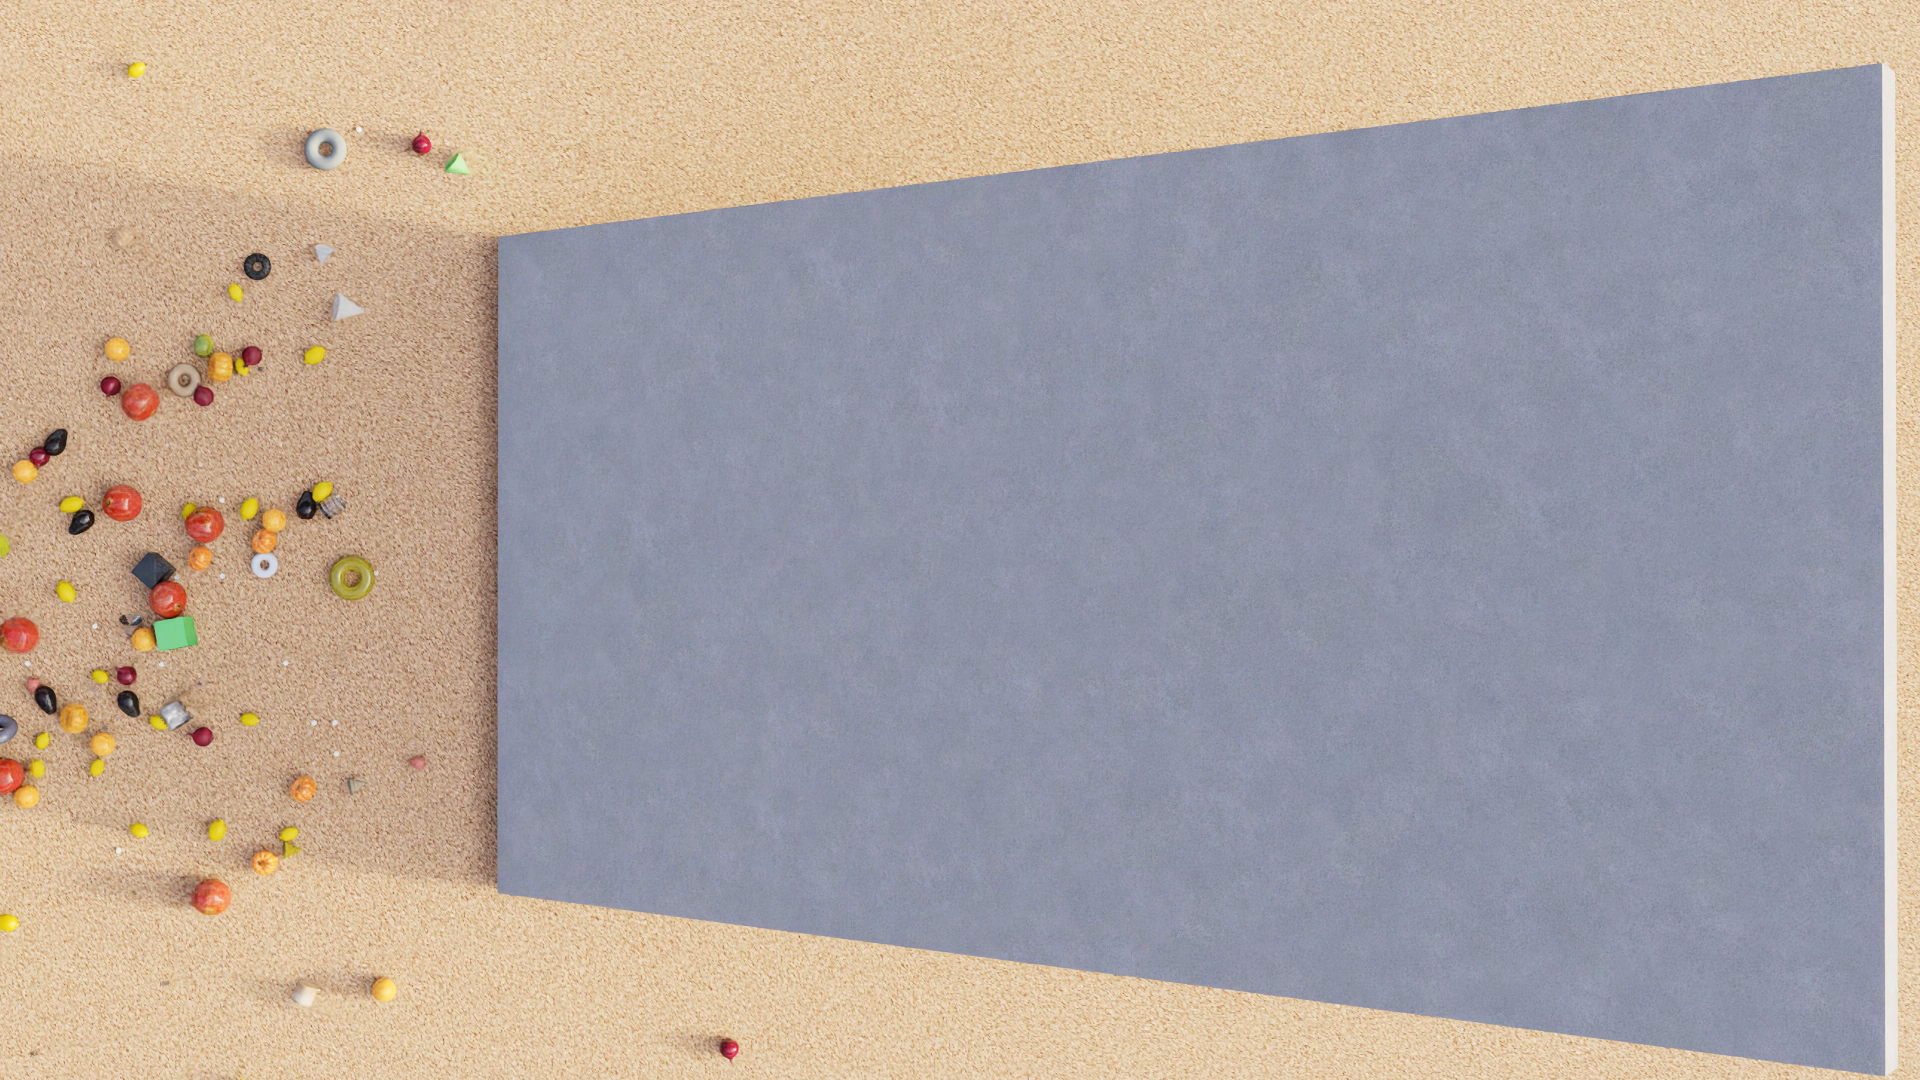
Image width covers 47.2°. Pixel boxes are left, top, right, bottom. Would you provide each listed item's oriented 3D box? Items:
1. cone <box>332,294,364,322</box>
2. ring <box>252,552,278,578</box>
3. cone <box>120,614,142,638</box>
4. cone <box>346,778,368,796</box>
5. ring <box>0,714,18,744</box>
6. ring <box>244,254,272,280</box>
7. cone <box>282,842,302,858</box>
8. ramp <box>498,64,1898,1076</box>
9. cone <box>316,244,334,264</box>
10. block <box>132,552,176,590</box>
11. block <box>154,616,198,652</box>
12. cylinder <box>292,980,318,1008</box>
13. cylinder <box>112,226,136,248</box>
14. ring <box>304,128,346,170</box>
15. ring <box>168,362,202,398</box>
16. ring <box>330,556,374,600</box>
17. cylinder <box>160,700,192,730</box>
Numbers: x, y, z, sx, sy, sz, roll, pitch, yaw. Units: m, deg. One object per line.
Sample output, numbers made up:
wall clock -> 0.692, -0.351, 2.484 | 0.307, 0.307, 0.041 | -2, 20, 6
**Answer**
cone -> -1.873, -0.708, 6.764 | 0.089, 0.089, 0.089 | 8, 90, -27
ring -> -2.139, 0.076, 6.764 | 0.084, 0.028, 0.084 | 0, 91, 0
cone -> -2.553, 0.274, 6.762 | 0.067, 0.067, 0.067 | 16, 116, 0
cone -> -1.849, 0.752, 6.760 | 0.056, 0.056, 0.056 | -11, 90, -27
ring -> -2.947, 0.581, 6.724 | 0.124, 0.124, 0.041 | 6, 126, 0
ring -> -2.163, -0.842, 6.771 | 0.084, 0.028, 0.084 | 0, 88, -1
cone -> -2.048, 0.952, 6.759 | 0.057, 0.057, 0.057 | 2, 90, -27
ramp -> 0.237, 0.066, 5.558 | 4.000, 0.100, 2.000 | 0, 89, 36
cone -> -1.963, -0.873, 6.773 | 0.054, 0.054, 0.054 | 22, 116, 0
block -> -2.469, 0.094, 6.738 | 0.080, 0.080, 0.080 | 41, 90, 0
block -> -2.400, 0.286, 6.732 | 0.089, 0.089, 0.089 | -11, 90, 0
cylinder -> -2.005, 1.390, 6.739 | 0.059, 0.059, 0.059 | 30, 105, 0
cylinder -> -2.568, -0.931, 6.760 | 0.050, 0.050, 0.050 | 36, 90, 0
ring -> -1.952, -1.202, 6.766 | 0.130, 0.043, 0.130 | 0, 90, 1
ring -> -2.386, -0.492, 6.765 | 0.107, 0.036, 0.107 | 0, 91, 1
ring -> -1.867, 0.117, 6.755 | 0.140, 0.047, 0.140 | 0, 90, -1
cylinder -> -2.404, 0.537, 6.741 | 0.067, 0.067, 0.067 | -32, 90, 0
